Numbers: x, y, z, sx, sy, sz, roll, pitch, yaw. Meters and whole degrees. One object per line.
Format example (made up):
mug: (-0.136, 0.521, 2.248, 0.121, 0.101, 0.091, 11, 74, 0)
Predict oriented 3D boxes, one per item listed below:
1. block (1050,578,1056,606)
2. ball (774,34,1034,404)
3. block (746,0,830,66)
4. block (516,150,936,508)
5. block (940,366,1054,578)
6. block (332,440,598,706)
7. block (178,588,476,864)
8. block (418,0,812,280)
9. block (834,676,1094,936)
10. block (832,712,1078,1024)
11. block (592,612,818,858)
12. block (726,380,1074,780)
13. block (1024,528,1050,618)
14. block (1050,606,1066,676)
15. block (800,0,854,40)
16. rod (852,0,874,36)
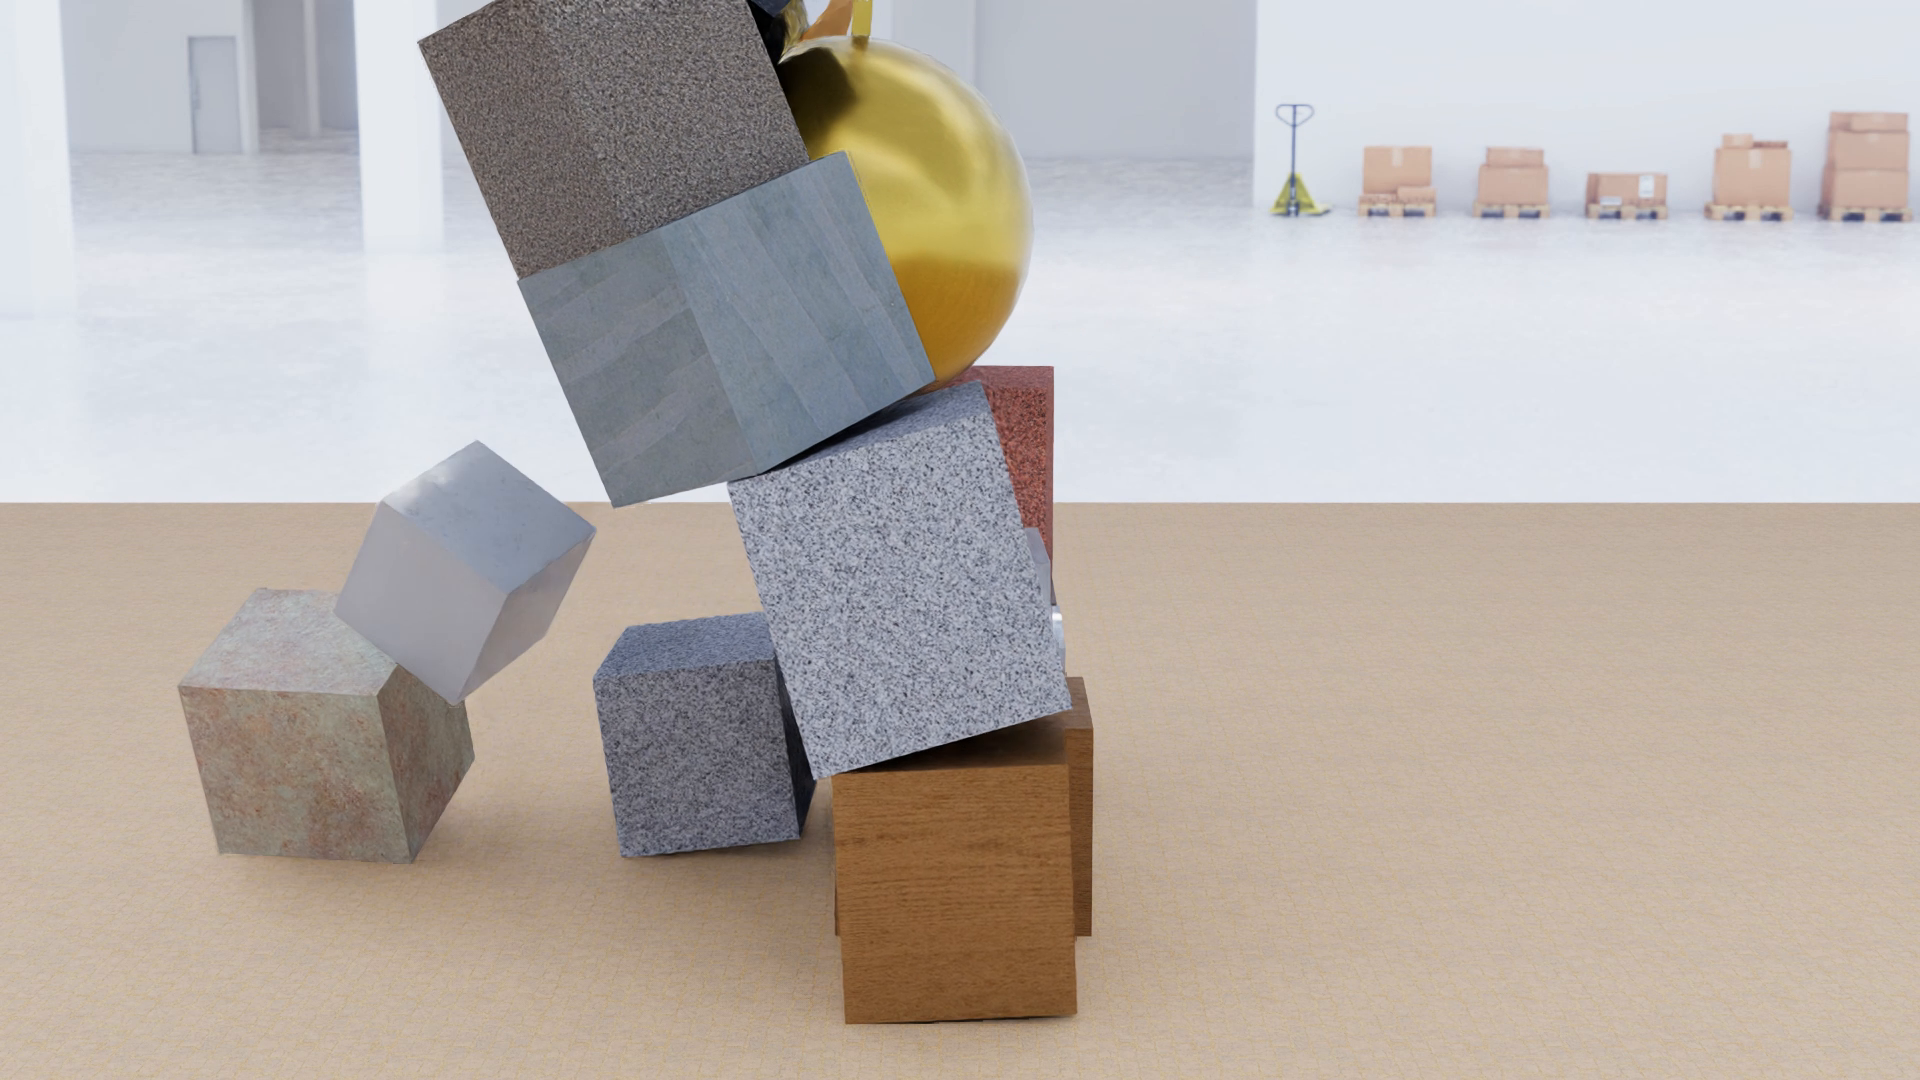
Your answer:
block: (0.000, 0.721, 12.762, 0.925, 1.016, 0.901, 0, 10, 0)
ball: (-0.481, -1.339, 10.937, 1.600, 1.600, 1.600, 0, 10, 0)
block: (-0.936, -2.323, 10.145, 0.753, 0.778, 0.751, -54, 2, -30)
block: (-0.878, -0.792, 9.709, 0.904, 0.935, 0.973, -11, 15, 47)
block: (-0.032, -0.288, 12.567, 0.943, 1.037, 0.938, 1, 10, 4)
block: (-2.200, 0.138, 11.422, 0.697, 0.697, 0.727, 36, 34, 7)
block: (-2.876, 0.842, 11.758, 0.931, 0.906, 0.845, 2, 30, 11)
block: (-1.276, -1.623, 9.523, 0.903, 0.942, 0.762, -30, 13, -39)
block: (0.014, 1.119, 10.947, 1.058, 0.882, 0.912, 0, 10, 0)
block: (-0.018, 1.226, 9.987, 0.870, 0.968, 0.981, -3, 11, 0)
block: (-1.164, 0.883, 11.968, 0.821, 0.849, 0.931, -7, 12, 4)
block: (-0.229, 0.122, 9.785, 0.988, 1.139, 0.984, -16, 10, 1)
block: (-0.007, 0.356, 10.767, 0.717, 0.684, 0.809, 0, 10, -2)
block: (-0.024, 0.889, 11.855, 0.988, 1.010, 0.929, 0, 10, 1)
block: (-1.068, -2.276, 11.677, 0.792, 0.670, 0.762, 34, 44, 10)
rod: (-0.208, -4.674, 10.331, 0.080, 5.200, 0.080, 5, 10, -1)
